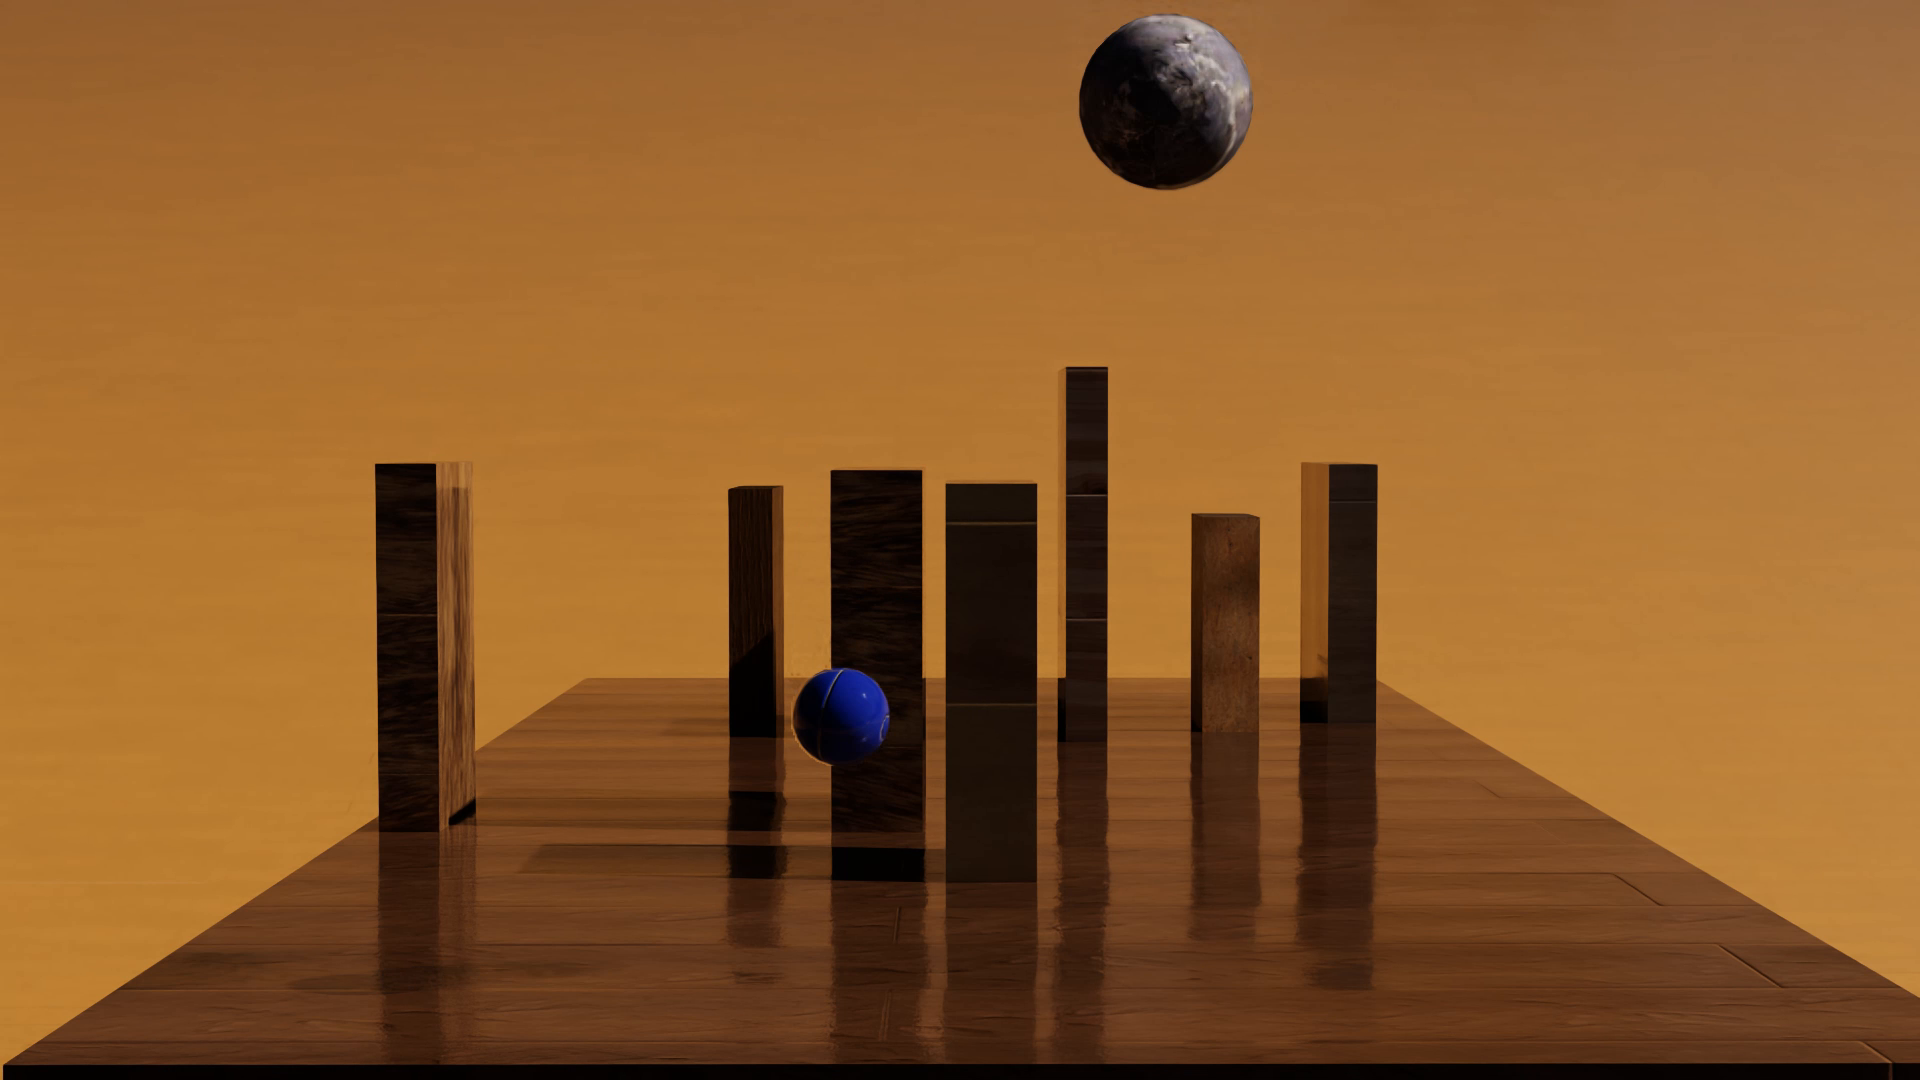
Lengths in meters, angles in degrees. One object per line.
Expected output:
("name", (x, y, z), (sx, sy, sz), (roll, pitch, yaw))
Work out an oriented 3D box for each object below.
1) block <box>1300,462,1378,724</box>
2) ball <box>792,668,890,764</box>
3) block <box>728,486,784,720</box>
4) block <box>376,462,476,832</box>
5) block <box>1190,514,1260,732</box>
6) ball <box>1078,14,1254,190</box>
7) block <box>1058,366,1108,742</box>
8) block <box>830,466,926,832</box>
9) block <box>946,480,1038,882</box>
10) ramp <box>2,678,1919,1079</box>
("block", (0.839, 0.106, 5.721), (0.104, 0.554, 0.443), (0, 2, 0))
("ball", (-0.136, 0.201, 2.942), (0.111, 0.111, 0.111), (0, 23, 0))
("block", (-0.454, 0.132, 5.760), (0.096, 0.500, 0.357), (0, 2, 0))
("block", (-0.859, 0.162, 4.154), (0.095, 0.575, 0.303), (0, 2, 0))
("block", (0.562, 0.170, 5.471), (0.118, 0.447, 0.263), (0, 2, 0))
("ball", (0.225, -0.480, 2.820), (0.191, 0.191, 0.191), (0, 23, 0))
("block", (0.254, 0.021, 5.372), (0.084, 0.754, 0.415), (0, 2, 0))
("block", (-0.130, 0.165, 4.207), (0.142, 0.564, 0.422), (0, 2, 0))
("block", (0.043, 0.193, 3.684), (0.126, 0.552, 0.271), (0, 2, 0))
("ramp", (0.053, 0.483, 4.539), (2.000, 0.100, 4.000), (0, 2, 0))
